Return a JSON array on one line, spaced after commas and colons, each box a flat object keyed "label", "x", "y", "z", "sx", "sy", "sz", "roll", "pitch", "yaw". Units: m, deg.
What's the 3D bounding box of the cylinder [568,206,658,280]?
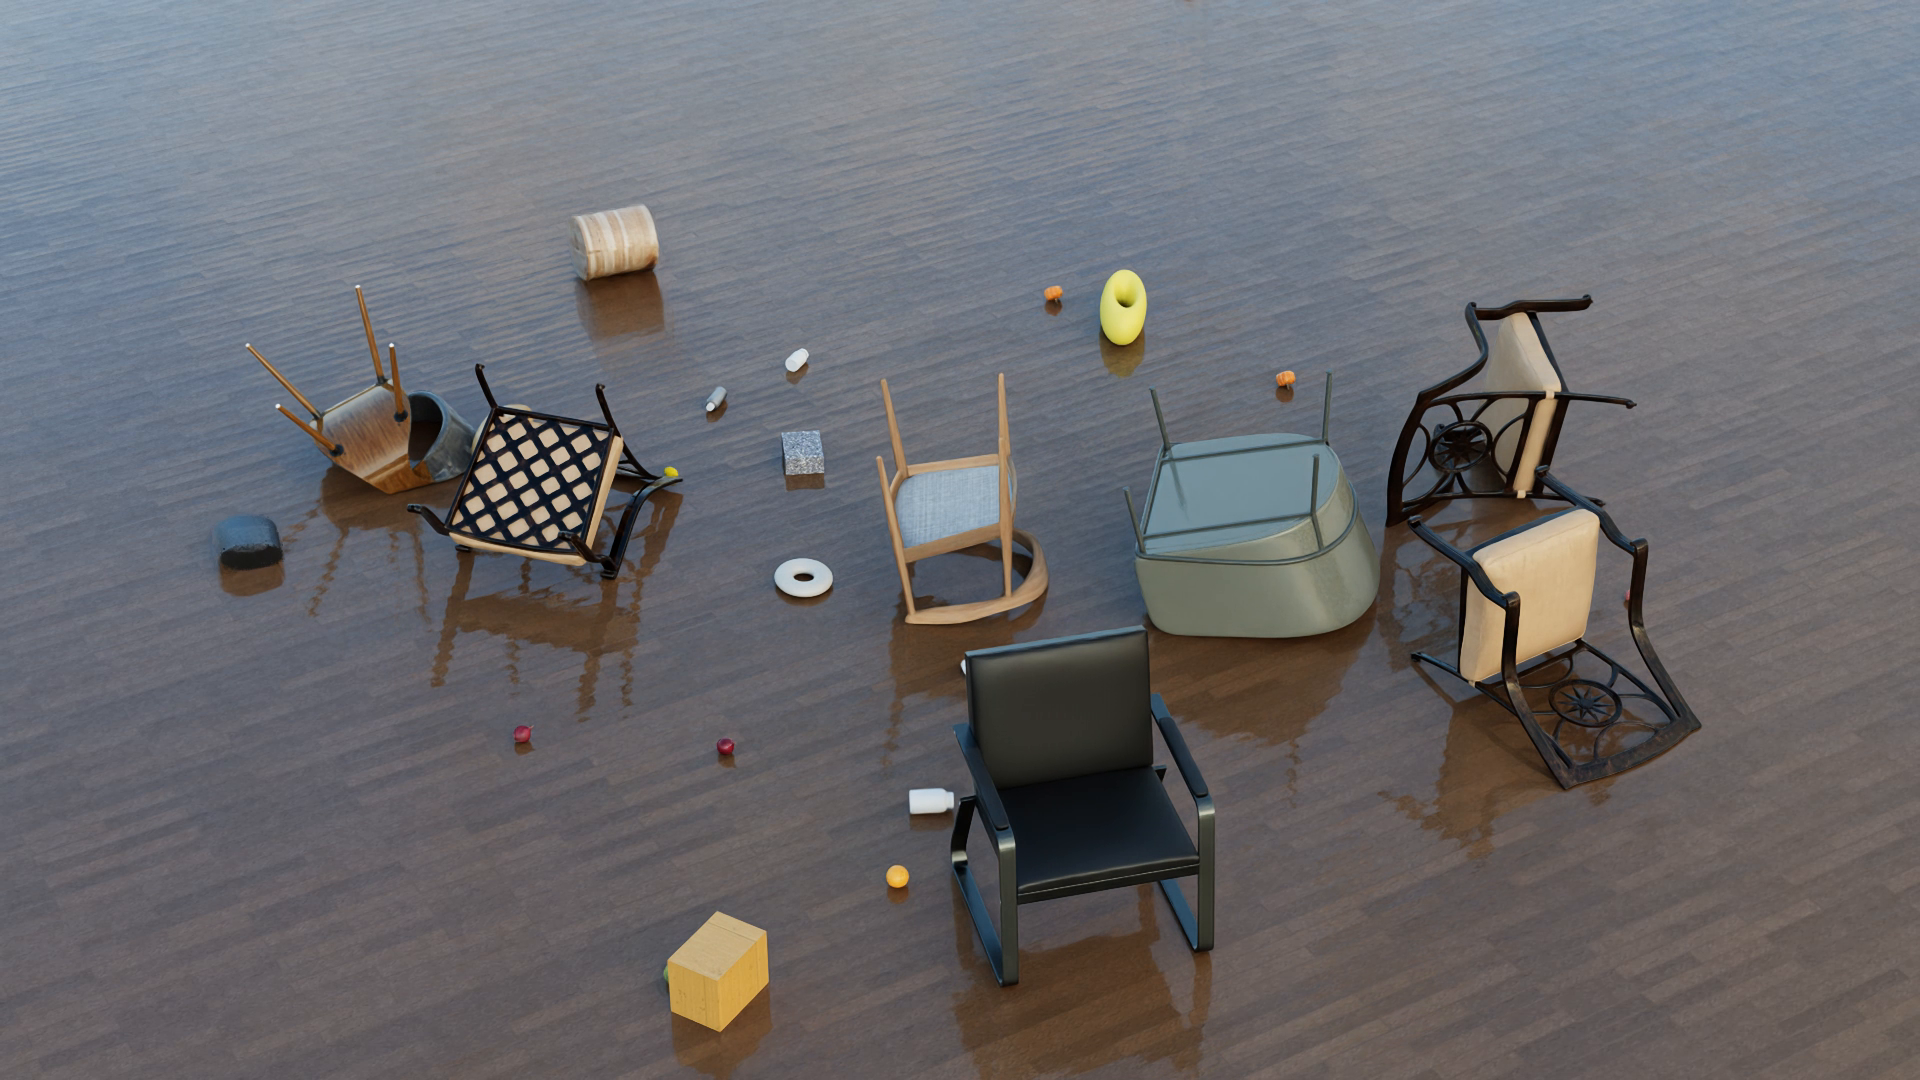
[{"label": "cylinder", "x": -1.494, "y": -1.283, "z": 12.640, "sx": 0.312, "sy": 0.273, "sz": 0.314, "roll": -13, "pitch": 19, "yaw": -18}]

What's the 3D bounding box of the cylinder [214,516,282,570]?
[{"label": "cylinder", "x": -2.629, "y": 0.009, "z": 10.828, "sx": 0.228, "sy": 0.110, "sz": 0.197, "roll": -3, "pitch": 33, "yaw": -20}]

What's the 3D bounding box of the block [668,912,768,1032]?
[{"label": "block", "x": -0.724, "y": 1.294, "z": 8.797, "sx": 0.179, "sy": 0.202, "sz": 0.258, "roll": 18, "pitch": 38, "yaw": 25}]

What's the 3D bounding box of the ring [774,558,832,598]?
[{"label": "ring", "x": -0.570, "y": 0.137, "z": 10.695, "sx": 0.211, "sy": 0.046, "sz": 0.230, "roll": -14, "pitch": 37, "yaw": -21}]

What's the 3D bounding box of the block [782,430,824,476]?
[{"label": "block", "x": -0.612, "y": -0.340, "z": 11.393, "sx": 0.147, "sy": 0.074, "sz": 0.196, "roll": -4, "pitch": 34, "yaw": -6}]

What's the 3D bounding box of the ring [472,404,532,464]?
[{"label": "ring", "x": -1.785, "y": -0.415, "z": 11.440, "sx": 0.147, "sy": 0.150, "sz": 0.435, "roll": -3, "pitch": 28, "yaw": 14}]

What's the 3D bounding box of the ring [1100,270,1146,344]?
[{"label": "ring", "x": 0.684, "y": -0.975, "z": 12.281, "sx": 0.194, "sy": 0.159, "sz": 0.465, "roll": 8, "pitch": 36, "yaw": -2}]
